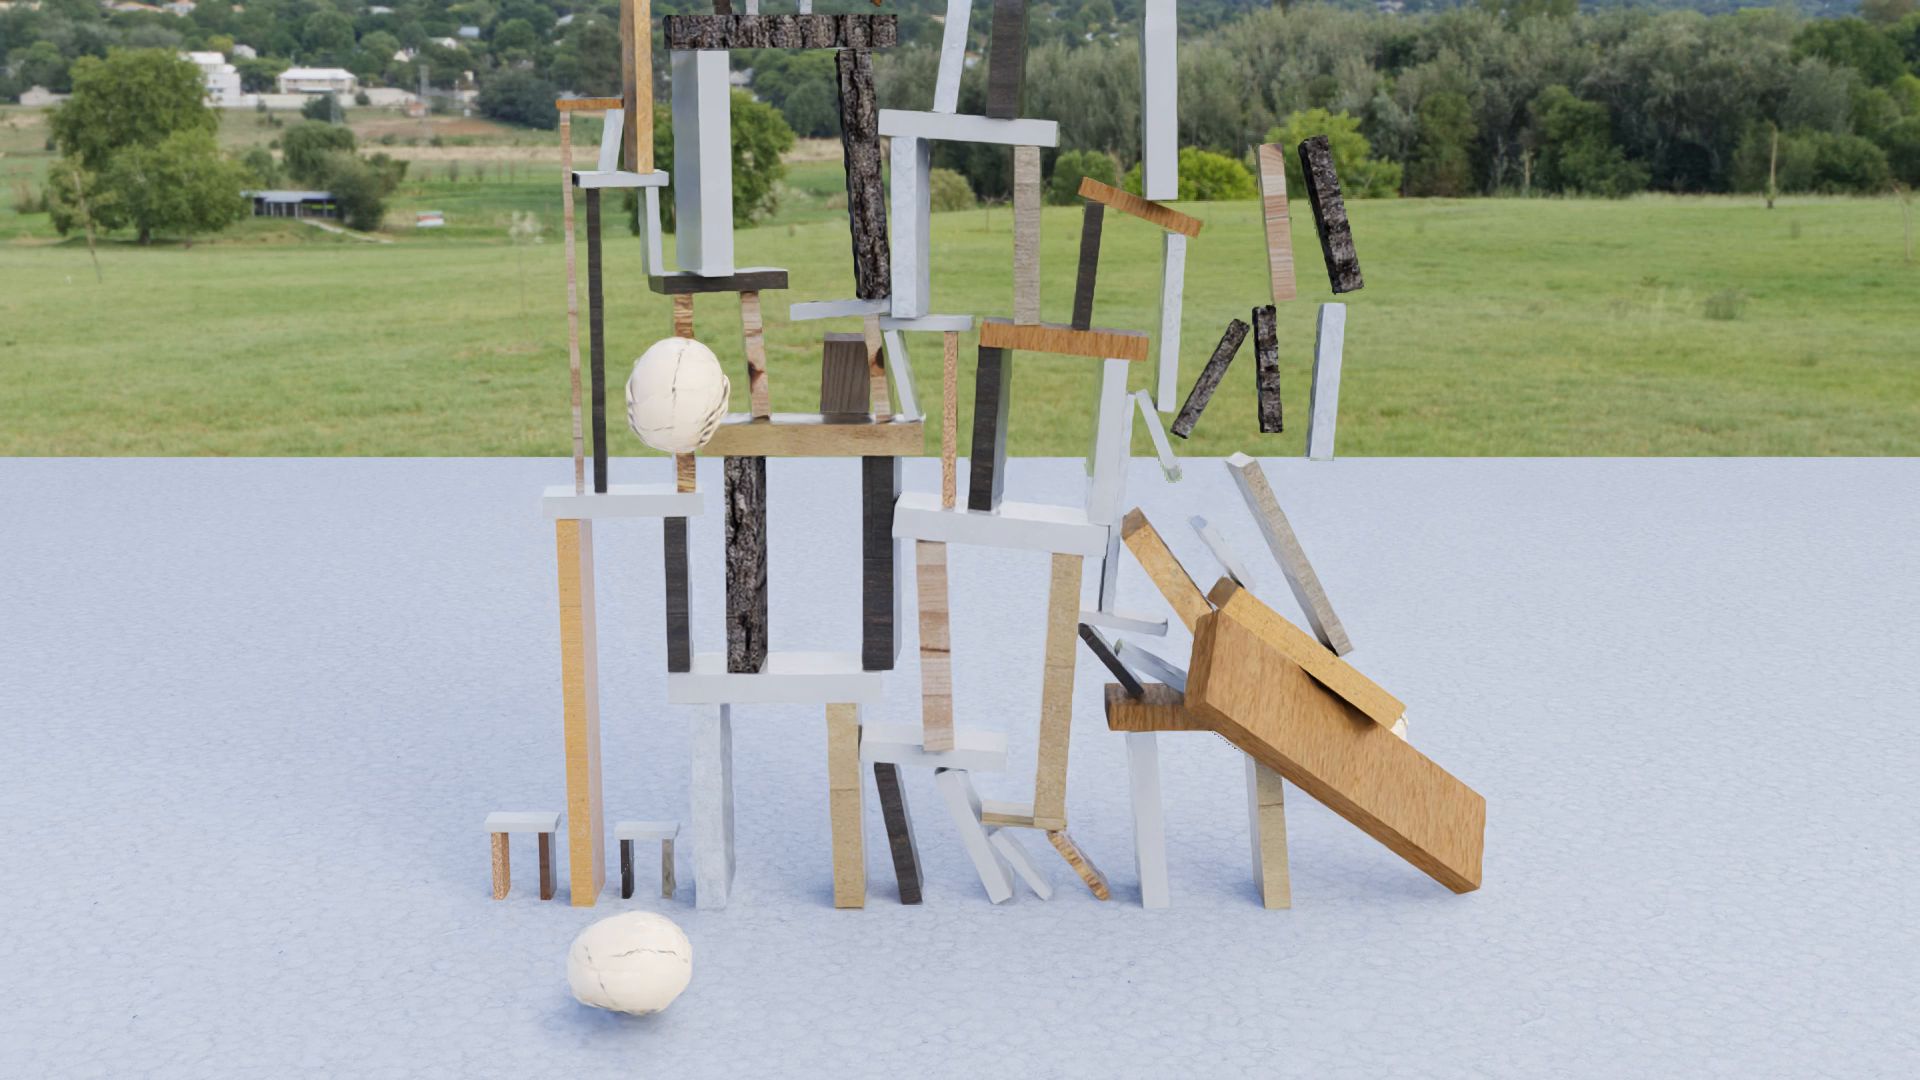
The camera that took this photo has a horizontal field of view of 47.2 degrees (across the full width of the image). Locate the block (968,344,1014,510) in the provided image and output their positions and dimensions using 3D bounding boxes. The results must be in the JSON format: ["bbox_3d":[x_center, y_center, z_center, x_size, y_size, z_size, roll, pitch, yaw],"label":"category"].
[{"bbox_3d":[0.050,-0.188,3.556,0.037,0.263,0.131,5,10,9],"label":"block"}]

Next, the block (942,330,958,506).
[{"bbox_3d":[-0.016,-0.196,3.525,0.021,0.276,0.073,1,11,1],"label":"block"}]

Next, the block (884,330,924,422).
[{"bbox_3d":[-0.090,-0.265,3.523,0.021,0.146,0.073,-13,7,8],"label":"block"}]

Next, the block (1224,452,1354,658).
[{"bbox_3d":[0.532,0.023,3.558,0.028,0.356,0.100,-30,12,-3],"label":"block"}]

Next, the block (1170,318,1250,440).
[{"bbox_3d":[0.398,-0.256,3.502,0.028,0.200,0.100,30,2,3],"label":"block"}]

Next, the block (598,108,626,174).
[{"bbox_3d":[-0.544,-0.624,3.430,0.014,0.099,0.049,5,11,-28],"label":"block"}]

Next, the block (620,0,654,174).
[{"bbox_3d":[-0.504,-0.781,3.420,0.024,0.410,0.086,-5,15,-22],"label":"block"}]

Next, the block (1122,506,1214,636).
[{"bbox_3d":[0.376,0.105,3.581,0.047,0.335,0.167,-36,9,6],"label":"block"}]

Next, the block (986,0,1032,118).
[{"bbox_3d":[0.082,-0.823,3.425,0.047,0.328,0.164,5,10,4],"label":"block"}]

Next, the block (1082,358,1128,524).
[{"bbox_3d":[0.233,-0.166,3.526,0.037,0.263,0.131,5,10,-2],"label":"block"}]

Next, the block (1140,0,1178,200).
[{"bbox_3d":[0.309,-0.742,3.428,0.047,0.417,0.164,-1,10,2],"label":"block"}]

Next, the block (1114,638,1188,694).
[{"bbox_3d":[0.322,0.209,3.600,0.145,0.021,0.072,28,10,-4],"label":"block"}]

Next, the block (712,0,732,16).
[{"bbox_3d":[-0.369,-0.904,3.390,0.024,0.172,0.086,-2,24,-8],"label":"block"}]

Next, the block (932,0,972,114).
[{"bbox_3d":[0.005,-0.865,3.421,0.035,0.393,0.123,9,13,-2],"label":"block"}]

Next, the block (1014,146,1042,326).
[{"bbox_3d":[0.108,-0.483,3.478,0.039,0.275,0.138,0,10,3],"label":"block"}]

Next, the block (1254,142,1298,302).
[{"bbox_3d":[0.499,-0.501,3.476,0.035,0.244,0.122,-6,6,5],"label":"block"}]

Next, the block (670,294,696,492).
[{"bbox_3d":[-0.447,-0.240,3.543,0.029,0.315,0.102,-2,9,-11],"label":"block"}]

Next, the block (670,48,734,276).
[{"bbox_3d":[-0.409,-0.601,3.484,0.049,0.348,0.174,-5,14,-20],"label":"block"}]

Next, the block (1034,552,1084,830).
[{"bbox_3d":[0.160,0.230,3.597,0.048,0.450,0.170,4,10,1],"label":"block"}]

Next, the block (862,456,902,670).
[{"bbox_3d":[-0.127,0.023,3.614,0.050,0.351,0.175,1,9,3],"label":"block"}]

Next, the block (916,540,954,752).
[{"bbox_3d":[-0.040,0.157,3.588,0.048,0.339,0.170,-2,10,1],"label":"block"}]

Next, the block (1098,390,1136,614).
[{"bbox_3d":[0.252,-0.062,3.546,0.019,0.354,0.068,5,10,-2],"label":"block"}]

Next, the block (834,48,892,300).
[{"bbox_3d":[-0.154,-0.583,3.522,0.049,0.387,0.174,-6,9,-5],"label":"block"}]

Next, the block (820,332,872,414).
[{"bbox_3d":[-0.196,-0.287,3.802,0.085,0.170,0.024,1,46,-6],"label":"block"}]

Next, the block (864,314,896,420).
[{"bbox_3d":[-0.129,-0.282,3.548,0.024,0.170,0.085,-6,8,6],"label":"block"}]

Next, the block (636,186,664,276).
[{"bbox_3d":[-0.492,-0.491,3.488,0.020,0.140,0.070,-6,11,-19],"label":"block"}]

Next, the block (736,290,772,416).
[{"bbox_3d":[-0.338,-0.309,3.602,0.029,0.204,0.102,-6,8,-8],"label":"block"}]

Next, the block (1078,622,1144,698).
[{"bbox_3d":[0.245,0.191,3.597,0.021,0.145,0.072,-40,8,7],"label":"block"}]

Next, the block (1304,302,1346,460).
[{"bbox_3d":[0.582,-0.252,3.502,0.035,0.244,0.122,5,3,5],"label":"block"}]

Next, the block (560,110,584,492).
[{"bbox_3d":[-0.615,-0.376,3.486,0.014,0.602,0.049,-3,12,-11],"label":"block"}]

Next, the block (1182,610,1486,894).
[{"bbox_3d":[0.615,0.349,3.532,0.676,0.167,0.047,34,-39,-29],"label":"block"}]

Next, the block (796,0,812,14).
[{"bbox_3d":[-0.241,-0.888,3.423,0.018,0.124,0.062,-1,28,-11],"label":"block"}]

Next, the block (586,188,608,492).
[{"bbox_3d":[-0.578,-0.320,3.505,0.020,0.484,0.070,-1,11,-7],"label":"block"}]

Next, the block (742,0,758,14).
[{"bbox_3d":[-0.324,-0.883,3.408,0.018,0.124,0.062,-2,29,-11],"label":"block"}]

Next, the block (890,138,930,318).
[{"bbox_3d":[-0.078,-0.496,3.492,0.039,0.278,0.138,1,9,8],"label":"block"}]

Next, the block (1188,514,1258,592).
[{"bbox_3d":[0.427,0.022,3.568,0.019,0.137,0.068,-40,16,-2],"label":"block"}]

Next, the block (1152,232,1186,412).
[{"bbox_3d":[0.332,-0.348,3.497,0.028,0.278,0.099,3,10,0],"label":"block"}]

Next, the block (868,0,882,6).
[{"bbox_3d":[-0.075,-0.960,3.426,0.035,0.246,0.123,29,27,-20],"label":"block"}]

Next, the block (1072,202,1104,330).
[{"bbox_3d":[0.202,-0.435,3.484,0.028,0.198,0.099,7,10,2],"label":"block"}]
